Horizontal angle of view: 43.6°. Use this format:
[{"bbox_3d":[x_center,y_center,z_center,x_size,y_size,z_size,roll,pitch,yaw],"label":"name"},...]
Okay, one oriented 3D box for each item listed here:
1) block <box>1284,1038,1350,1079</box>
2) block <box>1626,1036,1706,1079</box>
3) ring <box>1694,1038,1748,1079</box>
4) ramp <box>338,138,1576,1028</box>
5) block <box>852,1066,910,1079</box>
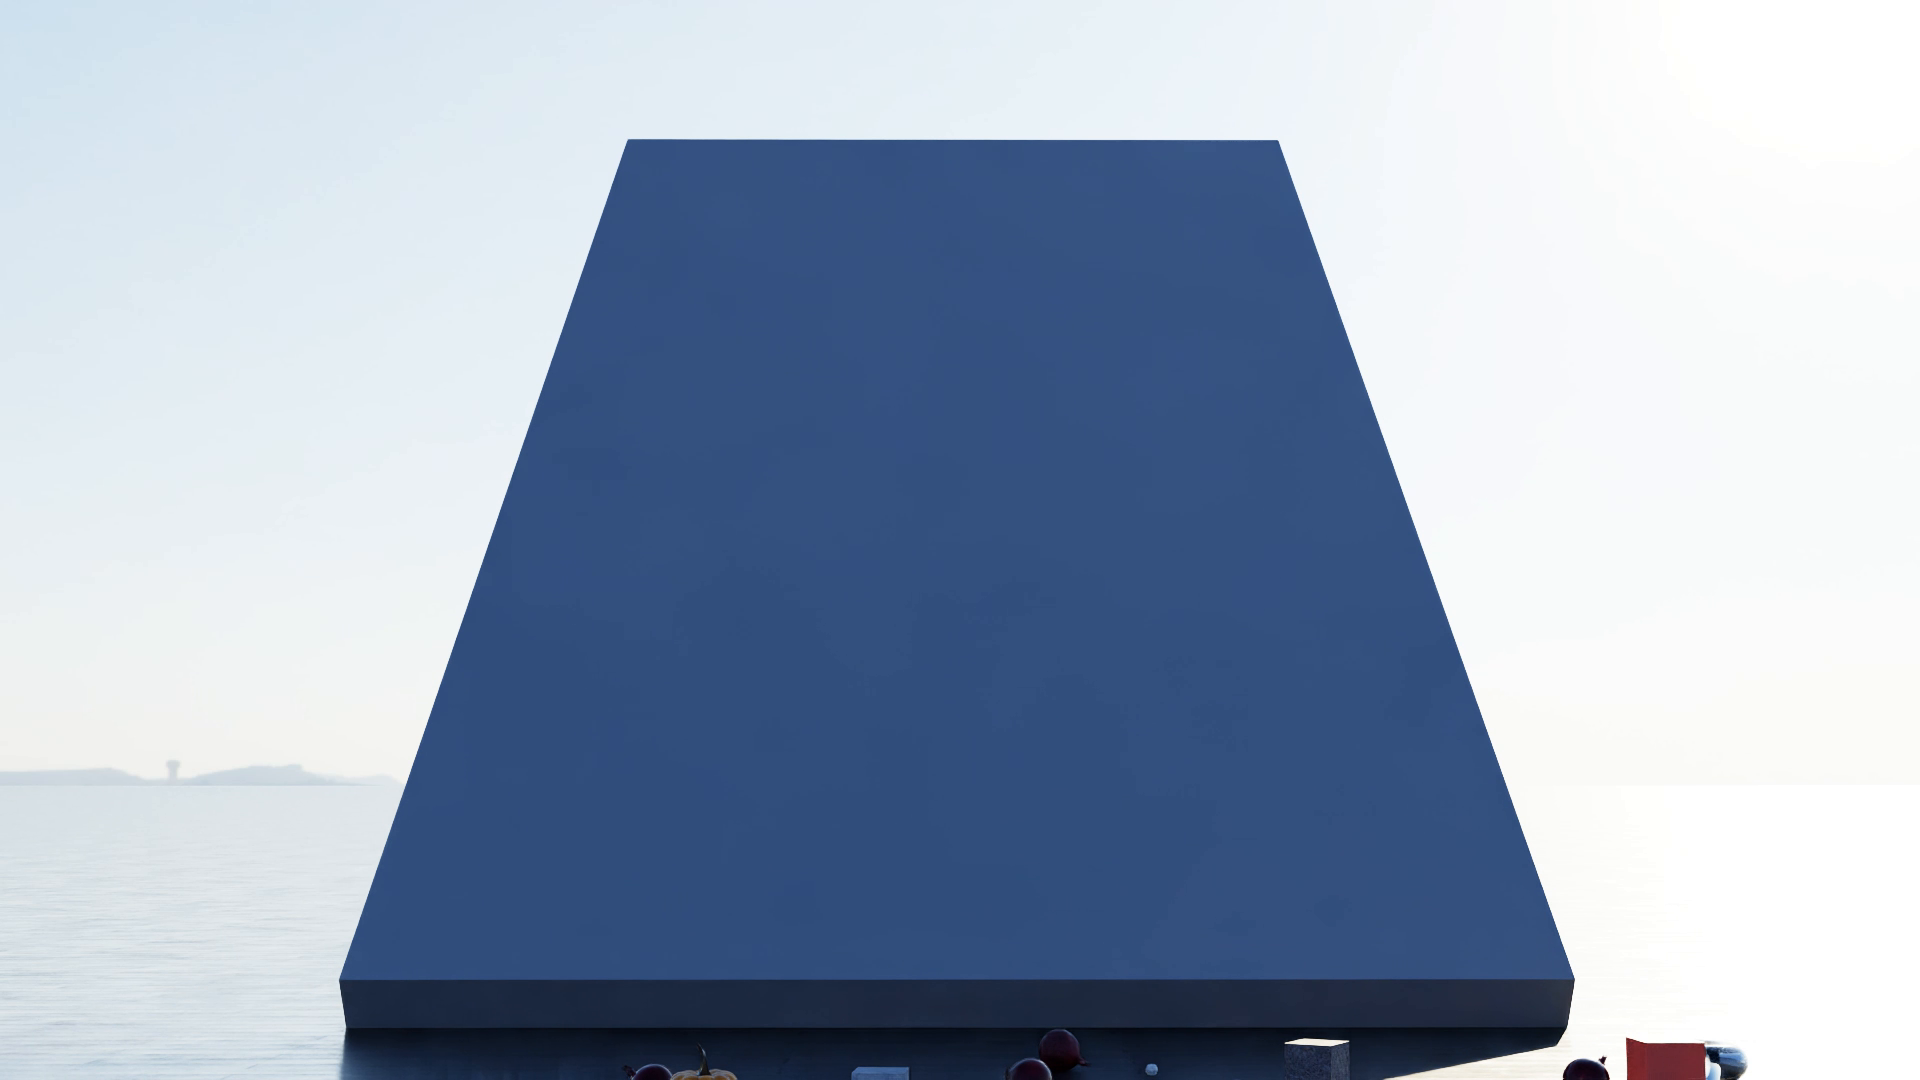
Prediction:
[{"bbox_3d":[0.464,0.685,3.120,0.064,0.064,0.064,-3,-7,30],"label":"block"},{"bbox_3d":[0.896,0.672,3.048,0.075,0.075,0.075,0,-6,-4],"label":"block"},{"bbox_3d":[0.994,0.707,3.264,0.149,0.050,0.149,1,-6,0],"label":"ring"},{"bbox_3d":[-0.012,-0.217,5.656,2.000,0.100,4.000,0,29,0],"label":"ramp"},{"bbox_3d":[-0.094,0.658,2.839,0.062,0.062,0.062,0,-6,5],"label":"block"}]
